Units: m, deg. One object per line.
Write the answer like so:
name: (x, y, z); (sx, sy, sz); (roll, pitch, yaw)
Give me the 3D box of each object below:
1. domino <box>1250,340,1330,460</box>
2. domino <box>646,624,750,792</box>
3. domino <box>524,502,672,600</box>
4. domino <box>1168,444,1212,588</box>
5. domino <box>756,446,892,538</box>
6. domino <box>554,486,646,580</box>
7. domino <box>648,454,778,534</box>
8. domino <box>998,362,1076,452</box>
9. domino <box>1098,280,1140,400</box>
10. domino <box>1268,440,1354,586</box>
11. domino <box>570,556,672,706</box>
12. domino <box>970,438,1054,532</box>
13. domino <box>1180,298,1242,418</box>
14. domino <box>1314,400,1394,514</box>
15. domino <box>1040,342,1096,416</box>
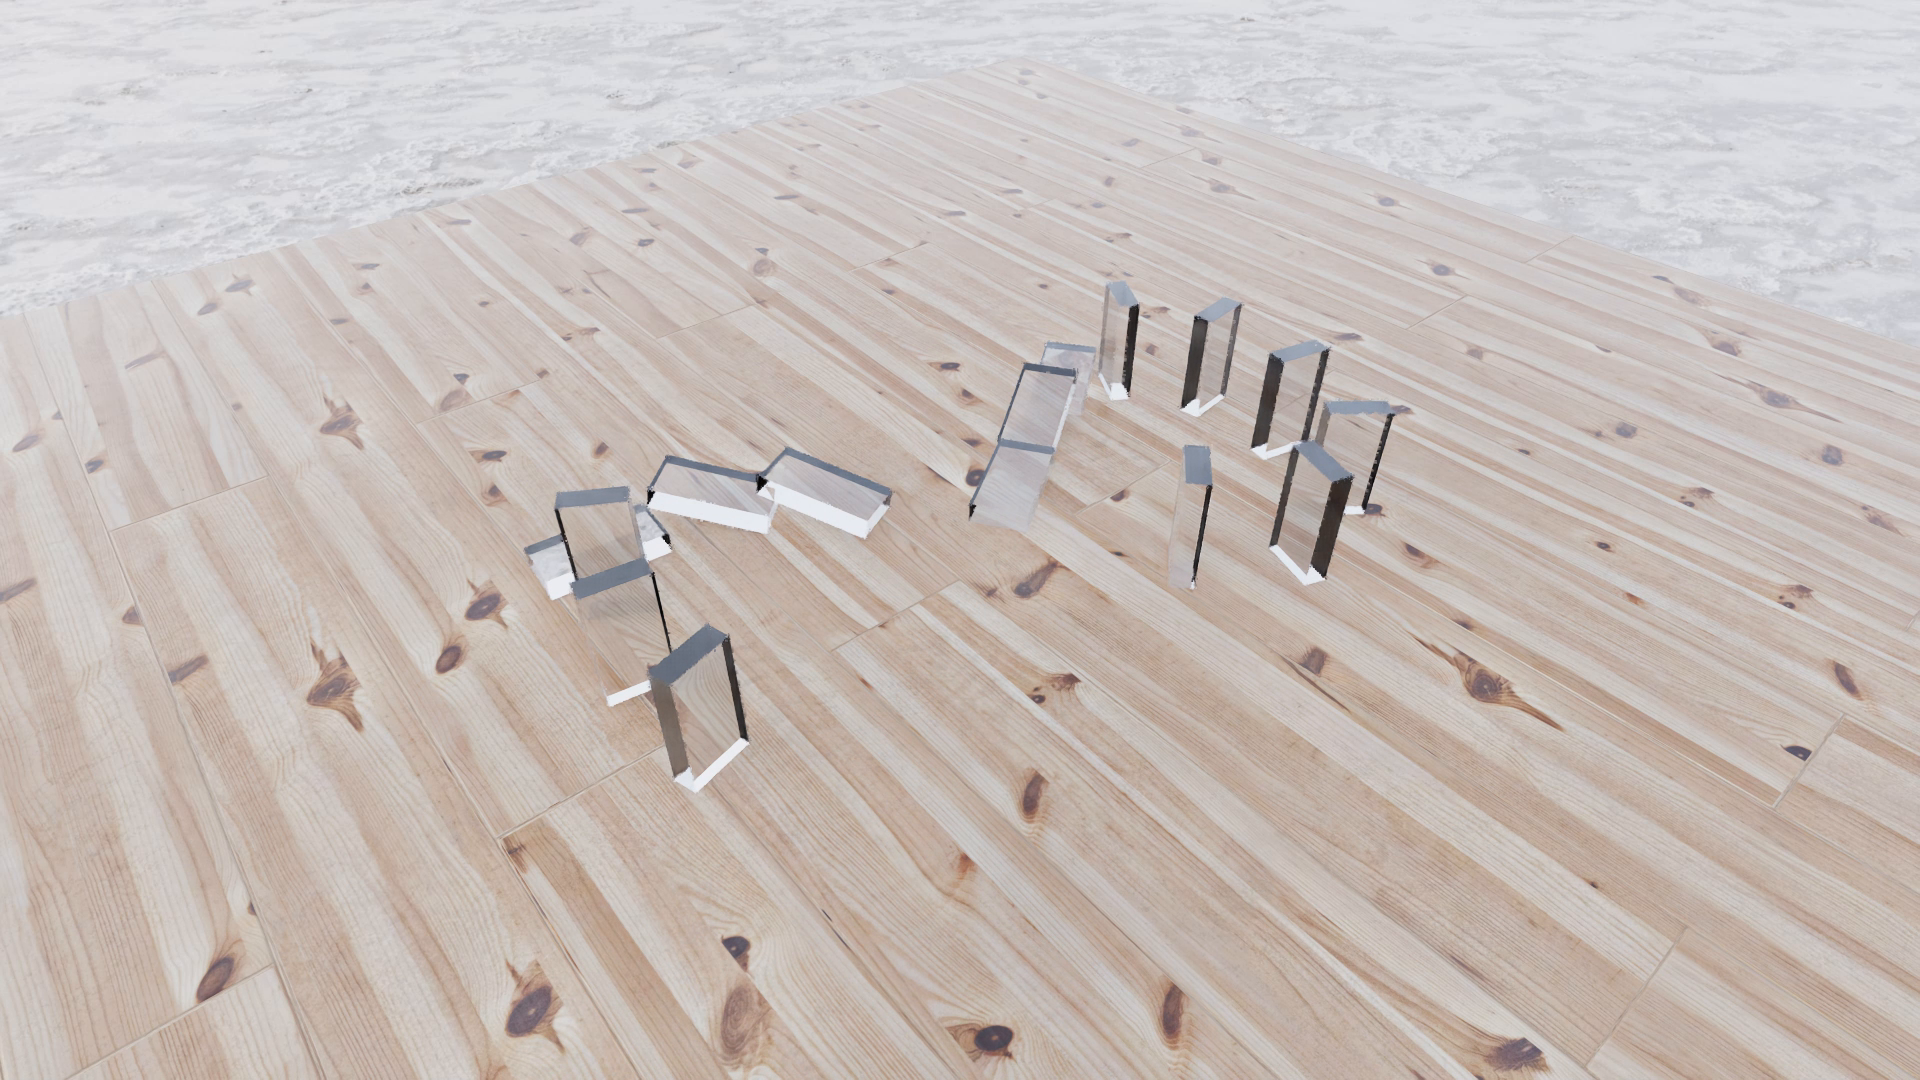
domino: (0.146, -0.062, 0.487); (0.025, 0.050, 0.009); (-18, 43, -21)
domino: (-0.081, 0.054, 0.346); (0.009, 0.050, 0.025); (23, 45, 26)
domino: (-0.144, 0.004, 0.439); (0.050, 0.010, 0.025); (-25, 45, -27)
domino: (0.088, -0.009, 0.422); (0.010, 0.050, 0.025); (5, 40, 6)
domino: (-0.056, -0.020, 0.460); (0.050, 0.010, 0.025); (22, 40, 9)
domino: (-0.131, 0.004, 0.407); (0.025, 0.050, 0.010); (-6, 40, -8)
domino: (-0.102, -0.019, 0.460); (0.050, 0.009, 0.025); (13, 40, -2)
domino: (0.036, -0.060, 0.507); (0.025, 0.010, 0.050); (11, 54, 13)
domino: (0.076, -0.095, 0.528); (0.009, 0.050, 0.025); (-6, 40, -7)
domino: (0.135, -0.010, 0.424); (0.009, 0.050, 0.025); (-14, 41, -16)
domino: (-0.113, 0.032, 0.373); (0.025, 0.050, 0.009); (-22, 44, -24)
domino: (0.023, -0.024, 0.473); (0.025, 0.010, 0.050); (11, 41, 13)
domino: (0.118, -0.086, 0.516); (0.010, 0.050, 0.025); (30, 48, 31)
domino: (0.158, -0.033, 0.452); (0.025, 0.050, 0.009); (0, 39, -1)
domino: (0.051, -0.080, 0.541); (0.025, 0.010, 0.050); (8, 40, 10)
